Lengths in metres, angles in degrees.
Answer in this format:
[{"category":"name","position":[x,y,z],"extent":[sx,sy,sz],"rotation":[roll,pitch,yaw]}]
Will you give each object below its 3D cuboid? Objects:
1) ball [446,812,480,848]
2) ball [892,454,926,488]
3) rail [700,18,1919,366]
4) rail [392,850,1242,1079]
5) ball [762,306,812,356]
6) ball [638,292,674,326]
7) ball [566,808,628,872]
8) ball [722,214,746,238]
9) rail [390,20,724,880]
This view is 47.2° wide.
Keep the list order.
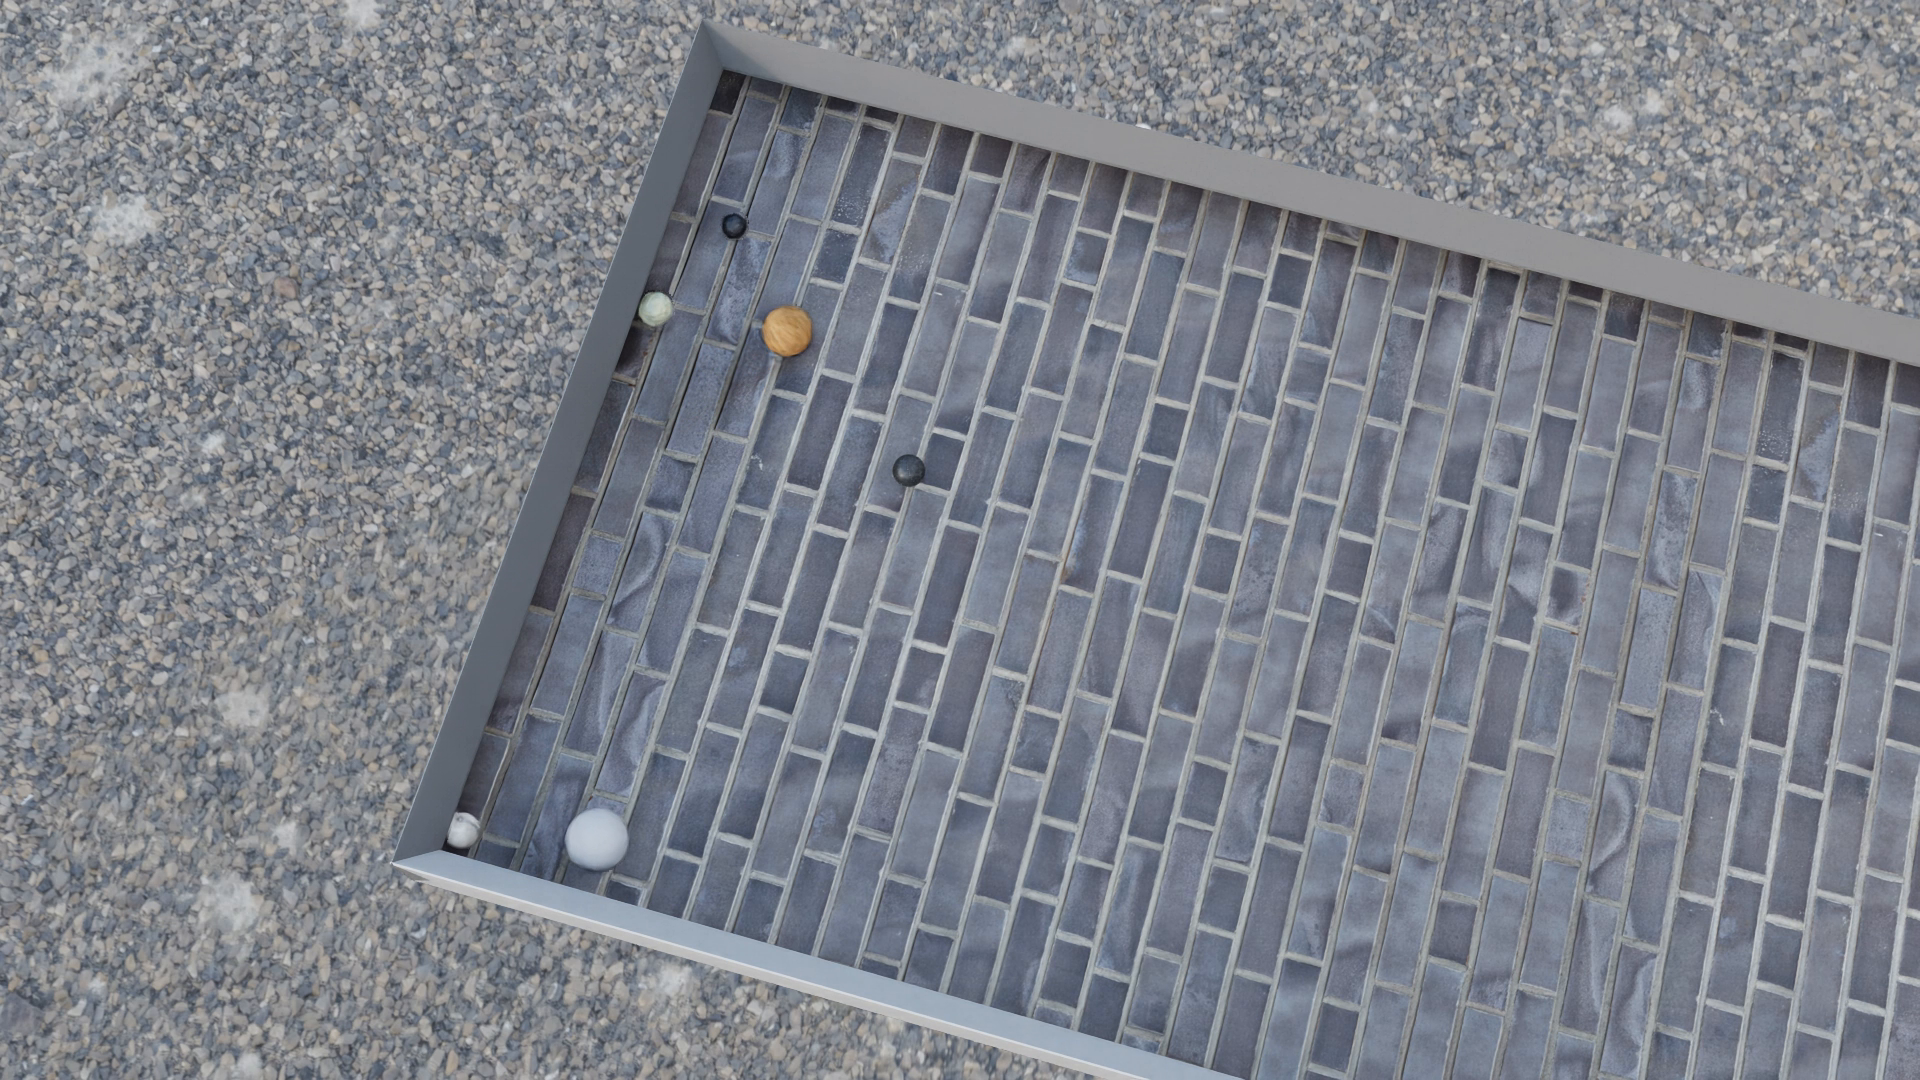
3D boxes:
[{"category":"ball","position":[-0.743,0.432,3.280],"extent":[0.054,0.054,0.054],"rotation":[0,71,0]},{"category":"ball","position":[-0.080,-0.109,3.467],"extent":[0.052,0.052,0.052],"rotation":[0,71,0]},{"category":"rail","position":[0.814,-0.486,3.556],"extent":[2.589,0.126,0.045],"rotation":[15,72,5]},{"category":"rail","position":[0.432,0.796,3.115],"extent":[2.589,0.126,0.045],"rotation":[15,72,5]},{"category":"ball","position":[-0.278,-0.335,3.529],"extent":[0.080,0.080,0.080],"rotation":[0,71,0]},{"category":"ball","position":[-0.492,-0.374,3.556],"extent":[0.056,0.056,0.056],"rotation":[0,71,0]},{"category":"ball","position":[-0.538,0.444,3.255],"extent":[0.092,0.092,0.092],"rotation":[0,71,0]},{"category":"ball","position":[-0.371,-0.516,3.612],"extent":[0.041,0.041,0.041],"rotation":[0,71,0]},{"category":"rail","position":[-0.600,-0.170,3.448],"extent":[0.045,0.126,1.456],"rotation":[15,72,5]}]
